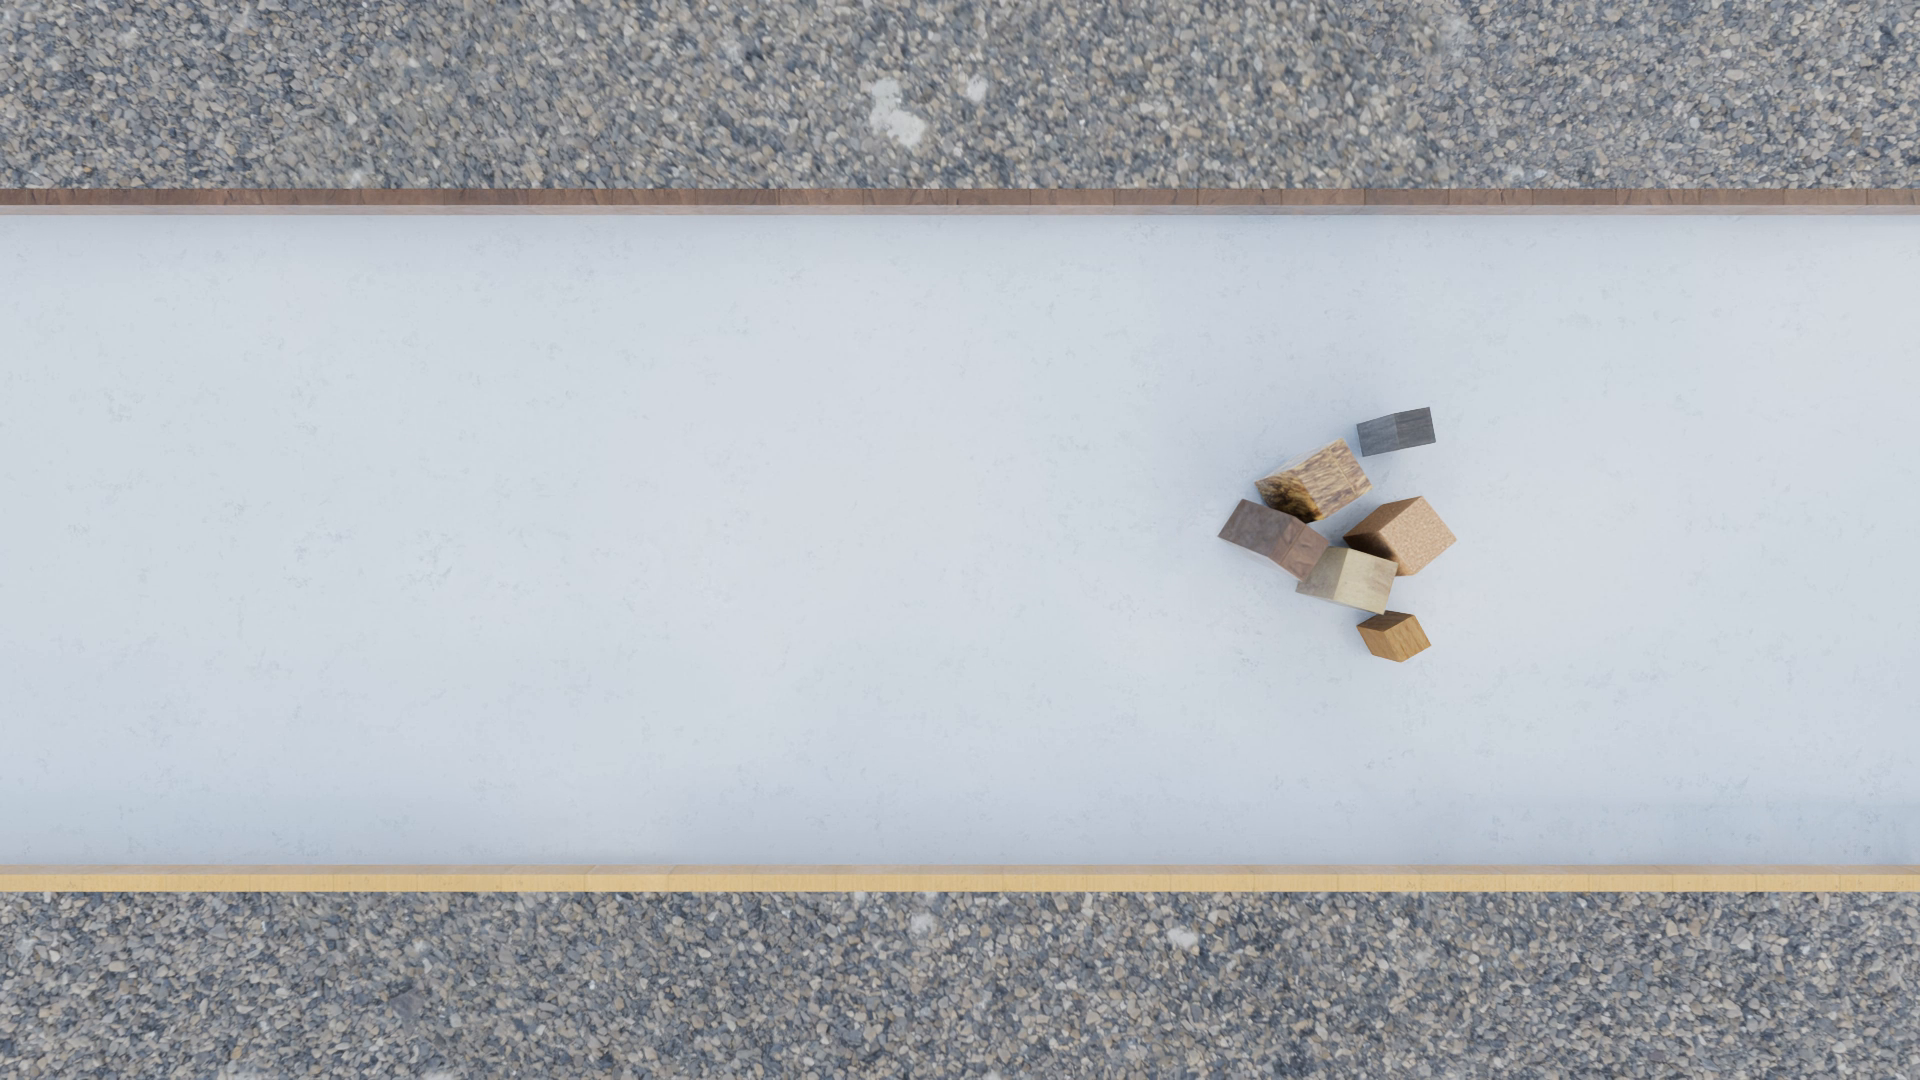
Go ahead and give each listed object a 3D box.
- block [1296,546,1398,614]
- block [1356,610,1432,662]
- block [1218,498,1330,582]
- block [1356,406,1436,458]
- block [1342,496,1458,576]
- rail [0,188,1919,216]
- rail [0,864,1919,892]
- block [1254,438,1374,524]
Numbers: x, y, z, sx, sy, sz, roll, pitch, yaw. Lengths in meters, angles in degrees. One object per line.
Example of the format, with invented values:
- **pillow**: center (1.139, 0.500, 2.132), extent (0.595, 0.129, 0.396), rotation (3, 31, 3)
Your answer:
- **block**: center (1.141, 0.113, 4.887), extent (0.154, 0.366, 0.154), rotation (17, 90, -6)
- **block**: center (1.288, 0.284, 4.910), extent (0.102, 0.333, 0.102), rotation (-29, 90, 0)
- **block**: center (0.924, -0.003, 4.883), extent (0.139, 0.361, 0.139), rotation (33, 90, -17)
- **block**: center (1.280, -0.315, 4.858), extent (0.103, 0.437, 0.103), rotation (-11, 90, 0)
- **block**: center (1.298, -0.005, 4.887), extent (0.162, 0.368, 0.162), rotation (-39, 90, -4)
- **rail**: center (-2.247, -1.025, 5.002), extent (12.000, 0.150, 0.050), rotation (0, 90, 0)
- **rail**: center (-2.247, 1.025, 5.001), extent (12.000, 0.150, 0.050), rotation (0, 90, 0)
- **block**: center (1.038, -0.162, 4.870), extent (0.169, 0.395, 0.169), rotation (-32, 90, -7)
